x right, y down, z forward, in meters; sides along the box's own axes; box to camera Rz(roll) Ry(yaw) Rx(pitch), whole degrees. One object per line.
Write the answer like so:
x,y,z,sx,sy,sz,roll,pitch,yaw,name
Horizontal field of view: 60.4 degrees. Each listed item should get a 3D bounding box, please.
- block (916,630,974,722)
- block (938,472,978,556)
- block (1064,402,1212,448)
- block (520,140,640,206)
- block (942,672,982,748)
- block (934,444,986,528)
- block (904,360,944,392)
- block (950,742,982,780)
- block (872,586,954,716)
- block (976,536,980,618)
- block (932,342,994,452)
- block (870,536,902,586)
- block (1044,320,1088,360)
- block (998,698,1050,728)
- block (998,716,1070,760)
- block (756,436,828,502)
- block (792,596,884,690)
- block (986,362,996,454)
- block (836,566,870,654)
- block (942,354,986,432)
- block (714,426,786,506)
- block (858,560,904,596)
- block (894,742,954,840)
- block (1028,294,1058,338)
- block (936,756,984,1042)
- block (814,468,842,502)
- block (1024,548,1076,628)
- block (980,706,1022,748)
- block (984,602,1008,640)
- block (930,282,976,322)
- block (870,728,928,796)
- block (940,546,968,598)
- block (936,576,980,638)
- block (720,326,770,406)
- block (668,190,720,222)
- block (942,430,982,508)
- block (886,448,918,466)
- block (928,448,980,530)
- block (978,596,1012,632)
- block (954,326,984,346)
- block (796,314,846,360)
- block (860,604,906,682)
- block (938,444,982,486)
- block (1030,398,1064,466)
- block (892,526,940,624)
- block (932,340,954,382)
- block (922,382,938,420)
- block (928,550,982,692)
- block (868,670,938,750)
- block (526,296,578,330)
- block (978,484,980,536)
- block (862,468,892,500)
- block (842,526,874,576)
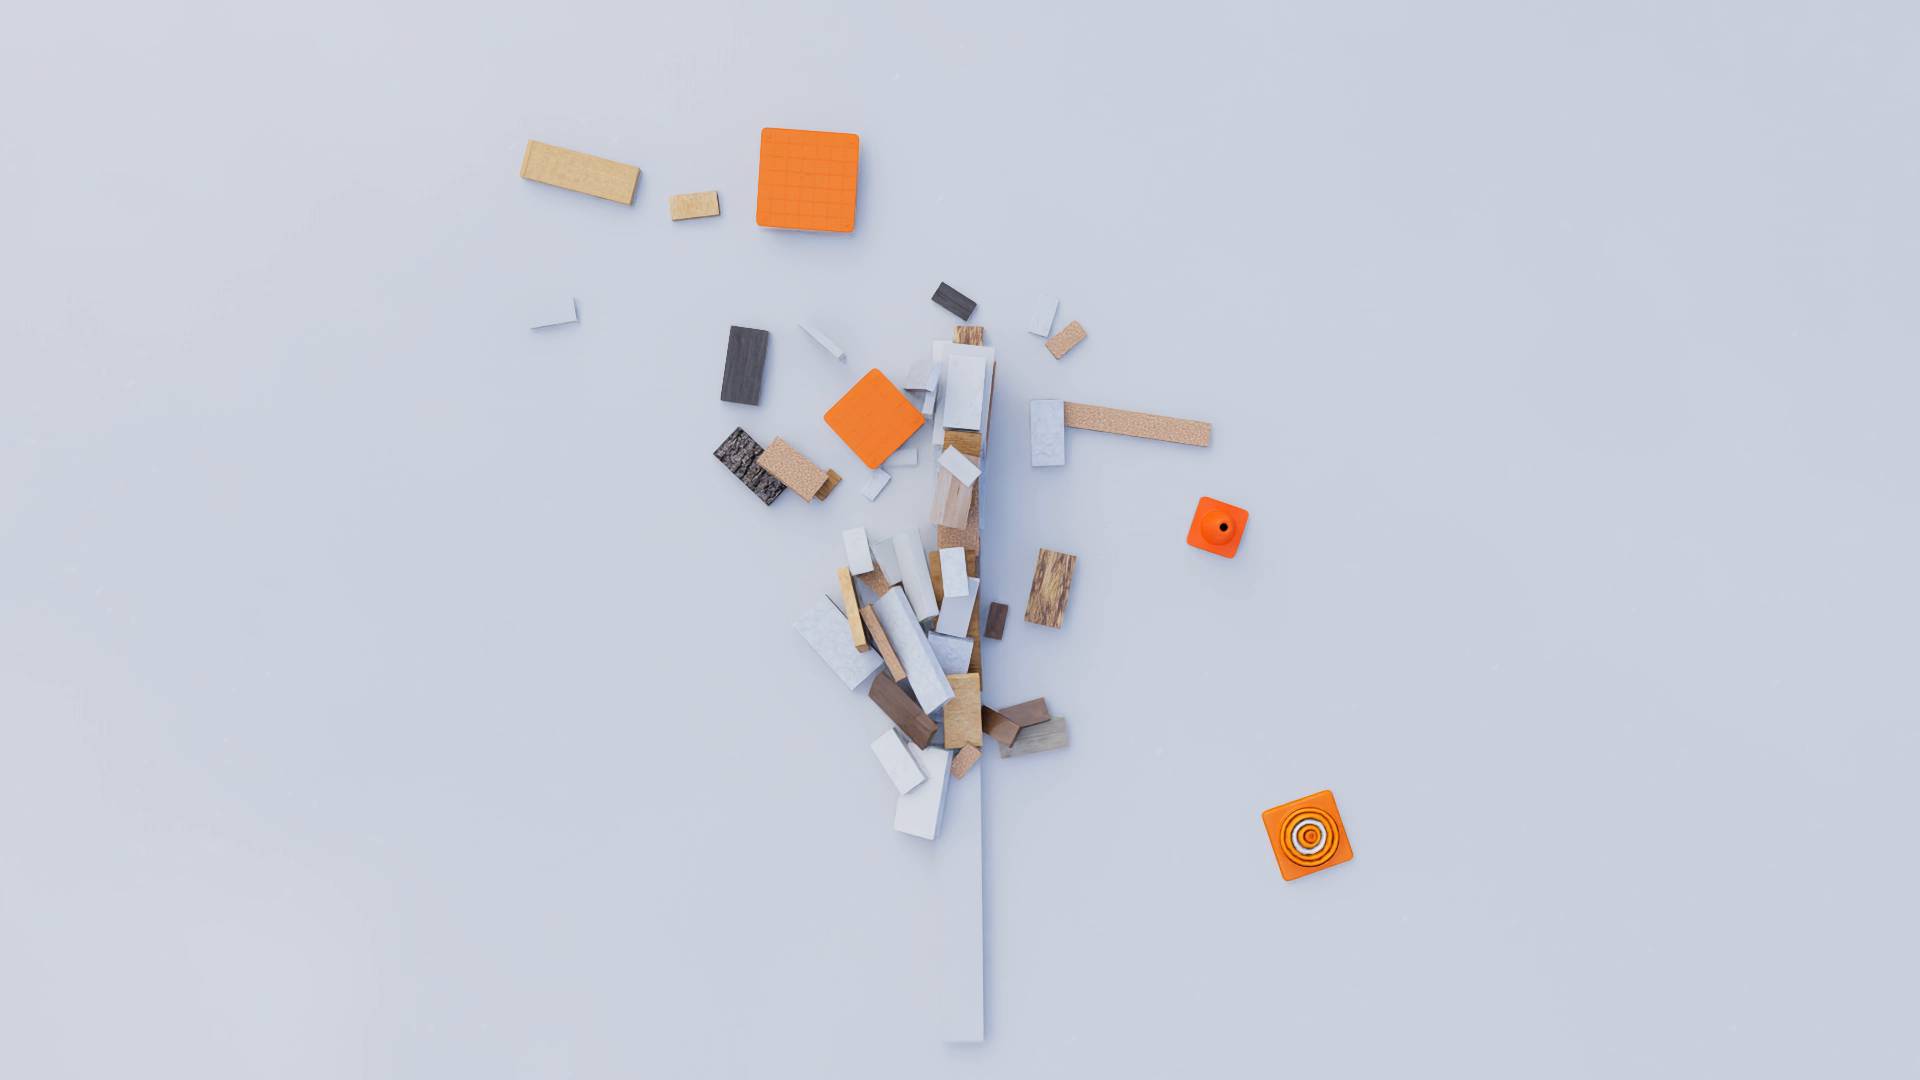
-0.056,0.453,5.420,0.149,0.042,0.297,11,108,-2,block
-0.006,-0.083,5.357,0.134,0.038,0.268,0,98,0,block
0.565,-0.388,5.489,0.534,0.023,0.080,8,90,0,block
-1.262,-1.221,5.482,0.377,0.036,0.126,15,90,0,block
0.006,0.561,5.414,0.124,0.035,0.248,-4,109,-3,block
-0.001,-0.208,5.430,0.169,0.048,0.338,1,106,0,block
-0.120,-0.528,5.328,0.027,0.348,0.095,21,90,-15,block
0.014,0.728,5.437,0.059,0.017,0.119,38,103,0,block
-0.153,0.360,5.384,0.124,0.035,0.415,-42,67,39,block
0.000,0.124,5.444,0.134,0.038,0.268,0,106,0,block
0.012,-0.464,5.352,0.169,0.048,0.338,6,81,1,block
-0.233,0.070,5.468,0.075,0.021,0.150,-26,90,-38,block
0.353,-0.667,5.491,0.131,0.018,0.065,-40,90,0,block
0.214,0.582,5.472,0.157,0.022,0.078,-16,67,-2,block
0.240,0.657,5.486,0.230,0.028,0.100,-11,90,0,block
-0.553,-0.233,5.454,0.217,0.031,0.108,38,75,-1,block
-0.402,0.340,5.479,0.147,0.042,0.294,-42,90,0,block
0.018,-0.429,5.443,0.169,0.048,0.338,6,97,-1,block
-0.348,0.230,5.403,0.037,0.132,0.264,-14,76,0,block
0.015,-0.472,5.312,0.119,0.034,0.238,5,81,1,block
-0.686,-0.245,5.482,0.251,0.036,0.126,43,90,0,block
-0.265,0.137,5.489,0.150,0.021,0.075,40,90,0,block
-0.121,0.827,5.448,0.147,0.042,0.294,11,91,24,block
0.279,-0.746,5.491,0.065,0.018,0.130,18,90,0,block
-0.001,1.191,5.479,0.147,0.042,0.940,-1,90,0,block
-0.445,-0.183,5.493,0.051,0.014,0.102,41,90,0,block
0.300,0.161,5.482,0.124,0.035,0.248,13,90,0,block
0.124,0.616,5.449,0.157,0.022,0.078,28,91,32,block
0.120,0.269,5.475,0.059,0.017,0.119,12,90,0,block
-0.020,-0.794,5.490,0.138,0.020,0.069,32,90,0,block
-0.202,0.732,5.447,0.100,0.028,0.201,-39,75,17,block
-0.019,0.104,5.293,0.078,0.022,0.157,-6,87,-4,block
-0.008,0.212,5.349,0.100,0.028,0.201,13,108,-3,block
-0.715,-0.578,5.482,0.126,0.036,0.251,8,90,0,block
-0.884,-1.112,5.489,0.159,0.023,0.080,-7,90,0,block
-0.001,-0.230,5.296,0.119,0.034,0.238,6,100,0,block
-0.194,-0.276,5.493,0.102,0.014,0.051,-4,90,0,block
-0.017,-0.162,5.274,0.119,0.034,0.238,13,100,-1,block
0.111,0.251,5.492,0.059,0.017,0.119,42,90,0,block
0.027,-0.614,5.486,0.095,0.027,0.191,2,90,0,block
-0.462,-0.668,5.452,0.191,0.095,0.027,41,90,0,block
-0.252,0.336,5.434,0.037,0.132,0.264,-27,90,0,block
-0.002,-0.235,5.235,0.131,0.018,0.065,41,98,-6,block
0.290,-0.357,5.467,0.108,0.031,0.217,-2,99,2,block
-0.147,0.118,5.401,0.042,0.149,0.297,-11,80,-22,block
-0.056,-0.593,5.477,0.069,0.020,0.138,3,90,23,block
-0.095,-0.458,5.392,0.031,0.217,0.108,12,90,0,block
-0.013,0.269,5.404,0.149,0.042,0.479,-3,108,2,block
-0.187,0.560,5.403,0.264,0.132,0.037,44,58,15,block
-1.359,-0.755,5.489,0.159,0.023,0.080,-10,90,0,block
-0.002,-0.053,5.429,0.134,0.038,0.268,0,111,0,block
-0.280,-0.185,5.493,0.051,0.014,0.102,38,90,0,block
-0.337,0.038,5.475,0.075,0.021,0.150,-14,82,6,block
